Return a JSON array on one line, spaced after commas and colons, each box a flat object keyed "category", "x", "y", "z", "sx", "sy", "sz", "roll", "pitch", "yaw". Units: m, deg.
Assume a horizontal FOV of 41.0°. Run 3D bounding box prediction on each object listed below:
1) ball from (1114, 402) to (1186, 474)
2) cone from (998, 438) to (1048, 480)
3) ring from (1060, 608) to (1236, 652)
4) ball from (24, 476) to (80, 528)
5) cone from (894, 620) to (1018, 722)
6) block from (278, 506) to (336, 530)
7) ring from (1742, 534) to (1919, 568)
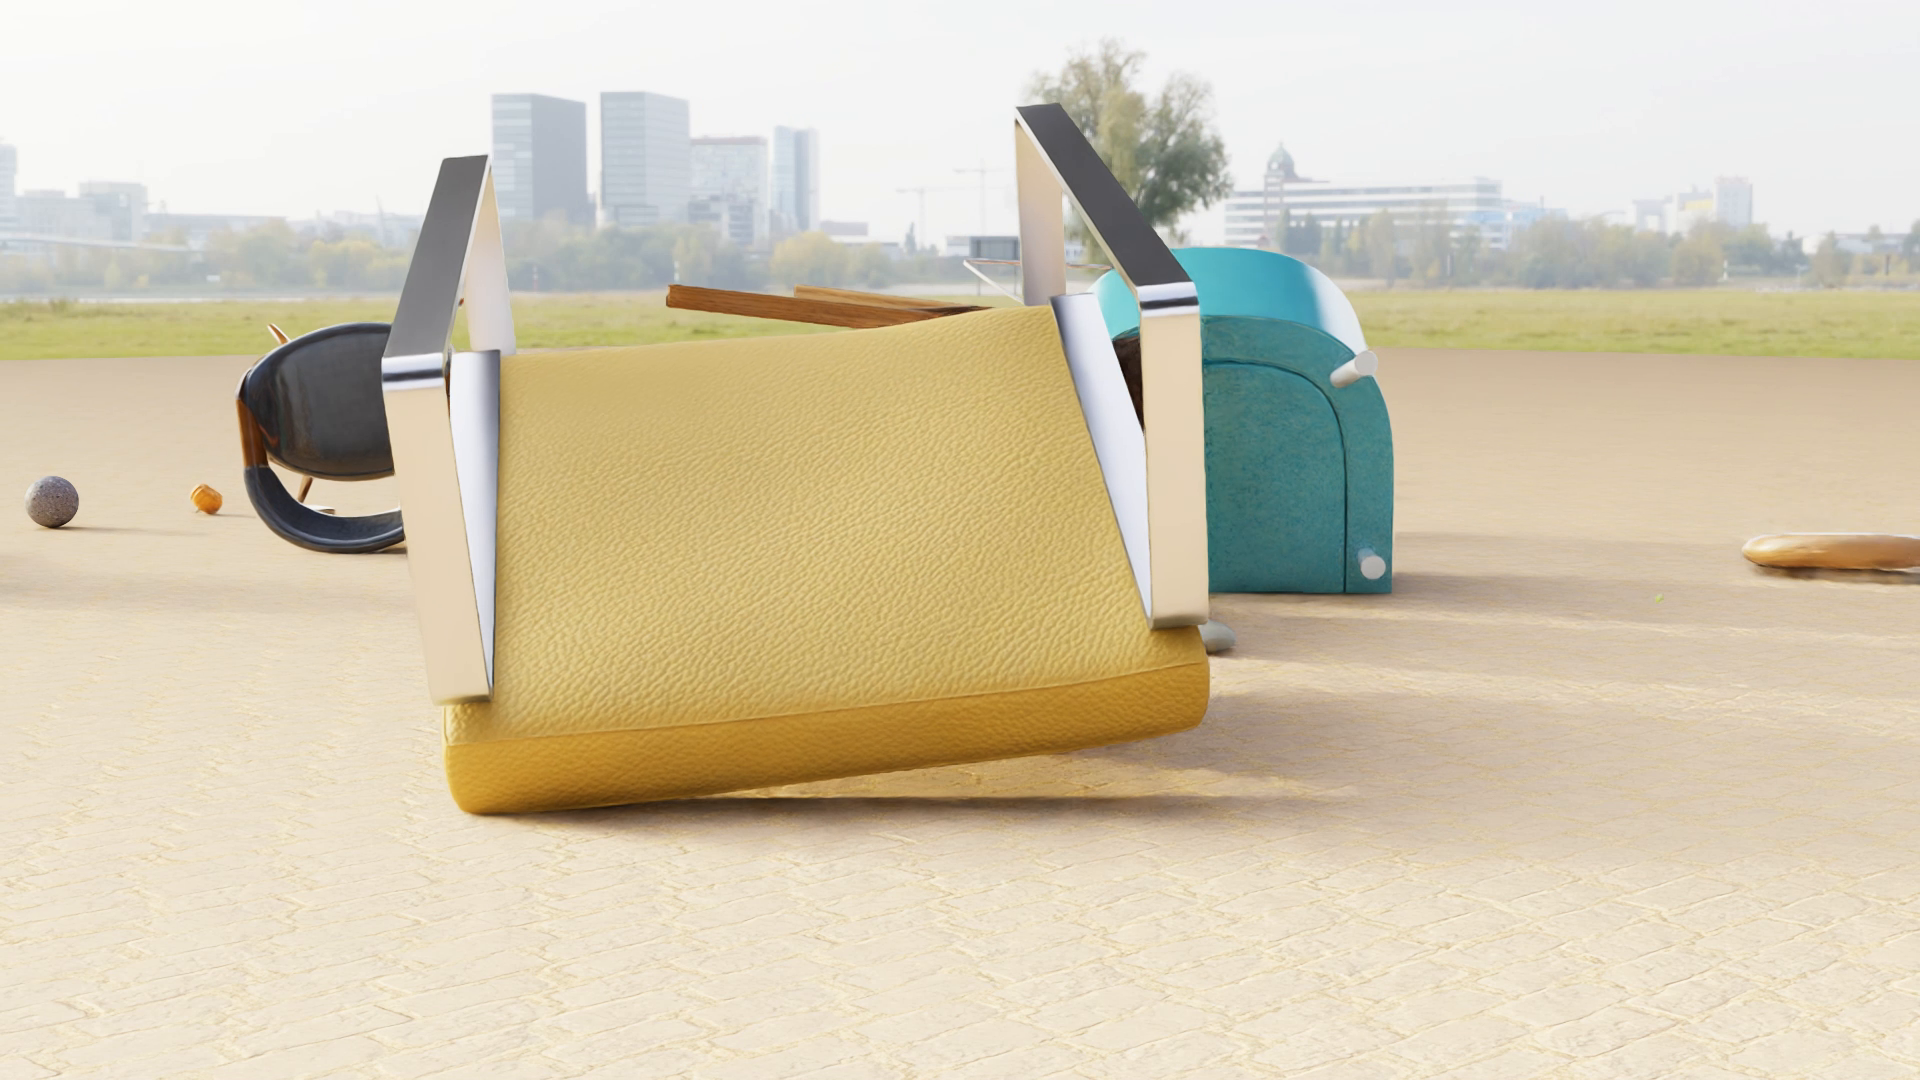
[{"category": "ball", "x": 0.631, "y": -0.335, "z": 8.497, "sx": 0.240, "sy": 0.240, "sz": 0.240, "roll": 0, "pitch": 6, "yaw": 0}, {"category": "cone", "x": 0.225, "y": -0.230, "z": 8.324, "sx": 0.181, "sy": 0.094, "sz": 0.188, "roll": -18, "pitch": 41, "yaw": 20}, {"category": "ring", "x": 0.335, "y": 0.161, "z": 4.610, "sx": 0.225, "sy": 0.050, "sz": 0.393, "roll": -4, "pitch": 8, "yaw": -40}, {"category": "ball", "x": -2.381, "y": -0.101, "z": 6.725, "sx": 0.136, "sy": 0.136, "sz": 0.136, "roll": 0, "pitch": 6, "yaw": 0}, {"category": "cone", "x": -0.031, "y": 0.221, "z": 3.914, "sx": 0.204, "sy": 0.140, "sz": 0.215, "roll": -29, "pitch": -6, "yaw": -20}, {"category": "block", "x": -1.724, "y": -0.061, "z": 6.766, "sx": 0.109, "sy": 0.049, "sz": 0.119, "roll": -5, "pitch": 8, "yaw": -38}, {"category": "ring", "x": 1.936, "y": 0.025, "z": 5.666, "sx": 0.407, "sy": 0.075, "sz": 0.349, "roll": 0, "pitch": -1, "yaw": 37}]
